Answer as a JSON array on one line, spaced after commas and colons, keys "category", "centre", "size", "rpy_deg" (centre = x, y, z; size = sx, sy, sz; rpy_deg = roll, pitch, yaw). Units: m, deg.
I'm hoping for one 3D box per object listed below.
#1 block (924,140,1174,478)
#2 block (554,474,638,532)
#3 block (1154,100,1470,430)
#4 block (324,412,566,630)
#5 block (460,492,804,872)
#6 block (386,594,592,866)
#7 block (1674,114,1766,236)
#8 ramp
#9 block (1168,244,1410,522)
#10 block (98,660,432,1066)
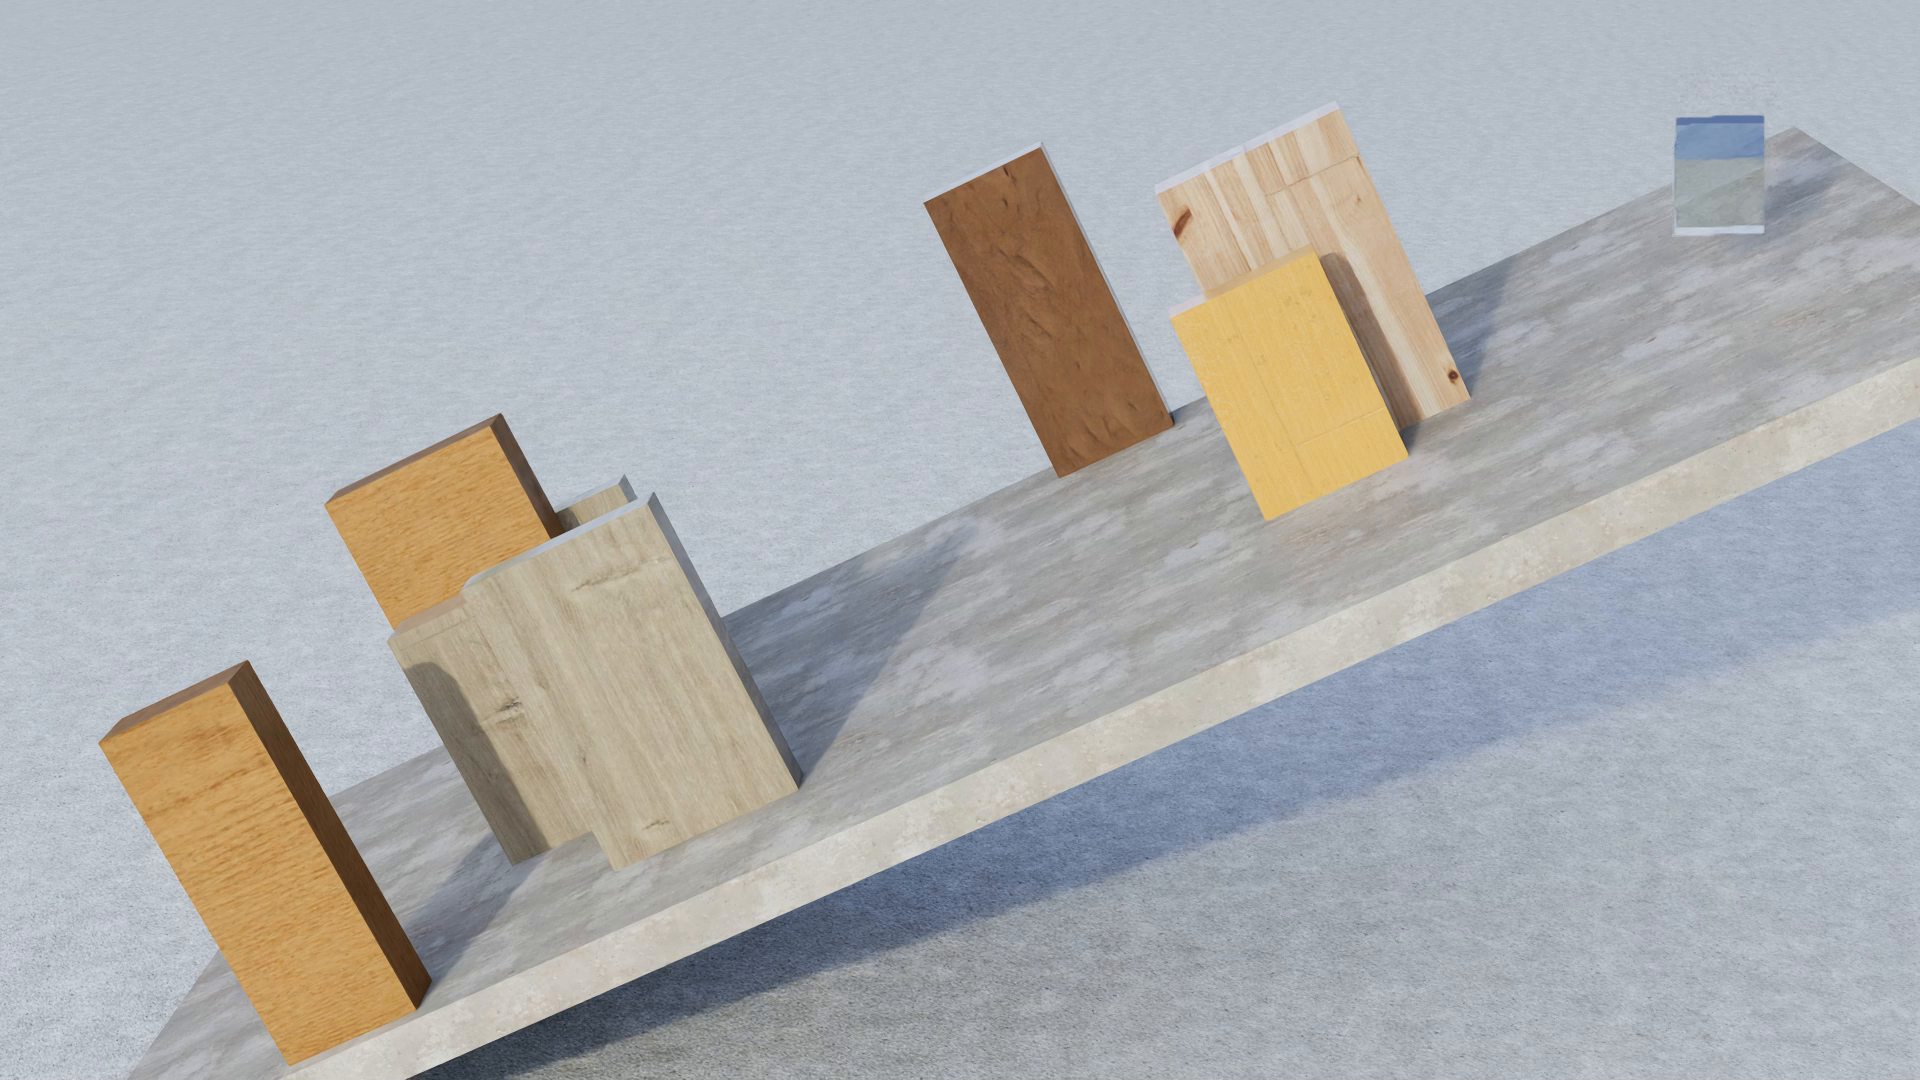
[{"category": "block", "centre": [0.215, -0.545, 7.000], "size": [0.305, 0.741, 0.101], "rpy_deg": [-24, 13, 9]}, {"category": "block", "centre": [-0.790, 0.129, 6.886], "size": [0.261, 0.502, 0.089], "rpy_deg": [-24, 13, 9]}, {"category": "block", "centre": [0.728, -0.514, 6.078], "size": [0.407, 0.662, 0.125], "rpy_deg": [-24, 13, 9]}, {"category": "block", "centre": [-1.076, 0.149, 6.777], "size": [0.431, 0.769, 0.132], "rpy_deg": [-24, 13, 9]}, {"category": "block", "centre": [-0.634, 0.280, 5.723], "size": [0.408, 0.638, 0.090], "rpy_deg": [-24, 13, 9]}, {"category": "block", "centre": [-0.857, 0.337, 6.130], "size": [0.440, 0.547, 0.137], "rpy_deg": [-24, 13, 9]}, {"category": "block", "centre": [1.496, -0.718, 5.788], "size": [0.169, 0.169, 0.169], "rpy_deg": [1, 37, 15]}, {"category": "ramp", "centre": [0.137, 0.168, 6.281], "size": [4.000, 0.100, 2.000], "rpy_deg": [-24, 13, 9]}, {"category": "block", "centre": [0.659, -0.315, 5.894], "size": [0.313, 0.461, 0.094], "rpy_deg": [-24, 13, 9]}, {"category": "block", "centre": [-1.306, 0.613, 5.559], "size": [0.279, 0.722, 0.135], "rpy_deg": [-24, 13, 9]}]
